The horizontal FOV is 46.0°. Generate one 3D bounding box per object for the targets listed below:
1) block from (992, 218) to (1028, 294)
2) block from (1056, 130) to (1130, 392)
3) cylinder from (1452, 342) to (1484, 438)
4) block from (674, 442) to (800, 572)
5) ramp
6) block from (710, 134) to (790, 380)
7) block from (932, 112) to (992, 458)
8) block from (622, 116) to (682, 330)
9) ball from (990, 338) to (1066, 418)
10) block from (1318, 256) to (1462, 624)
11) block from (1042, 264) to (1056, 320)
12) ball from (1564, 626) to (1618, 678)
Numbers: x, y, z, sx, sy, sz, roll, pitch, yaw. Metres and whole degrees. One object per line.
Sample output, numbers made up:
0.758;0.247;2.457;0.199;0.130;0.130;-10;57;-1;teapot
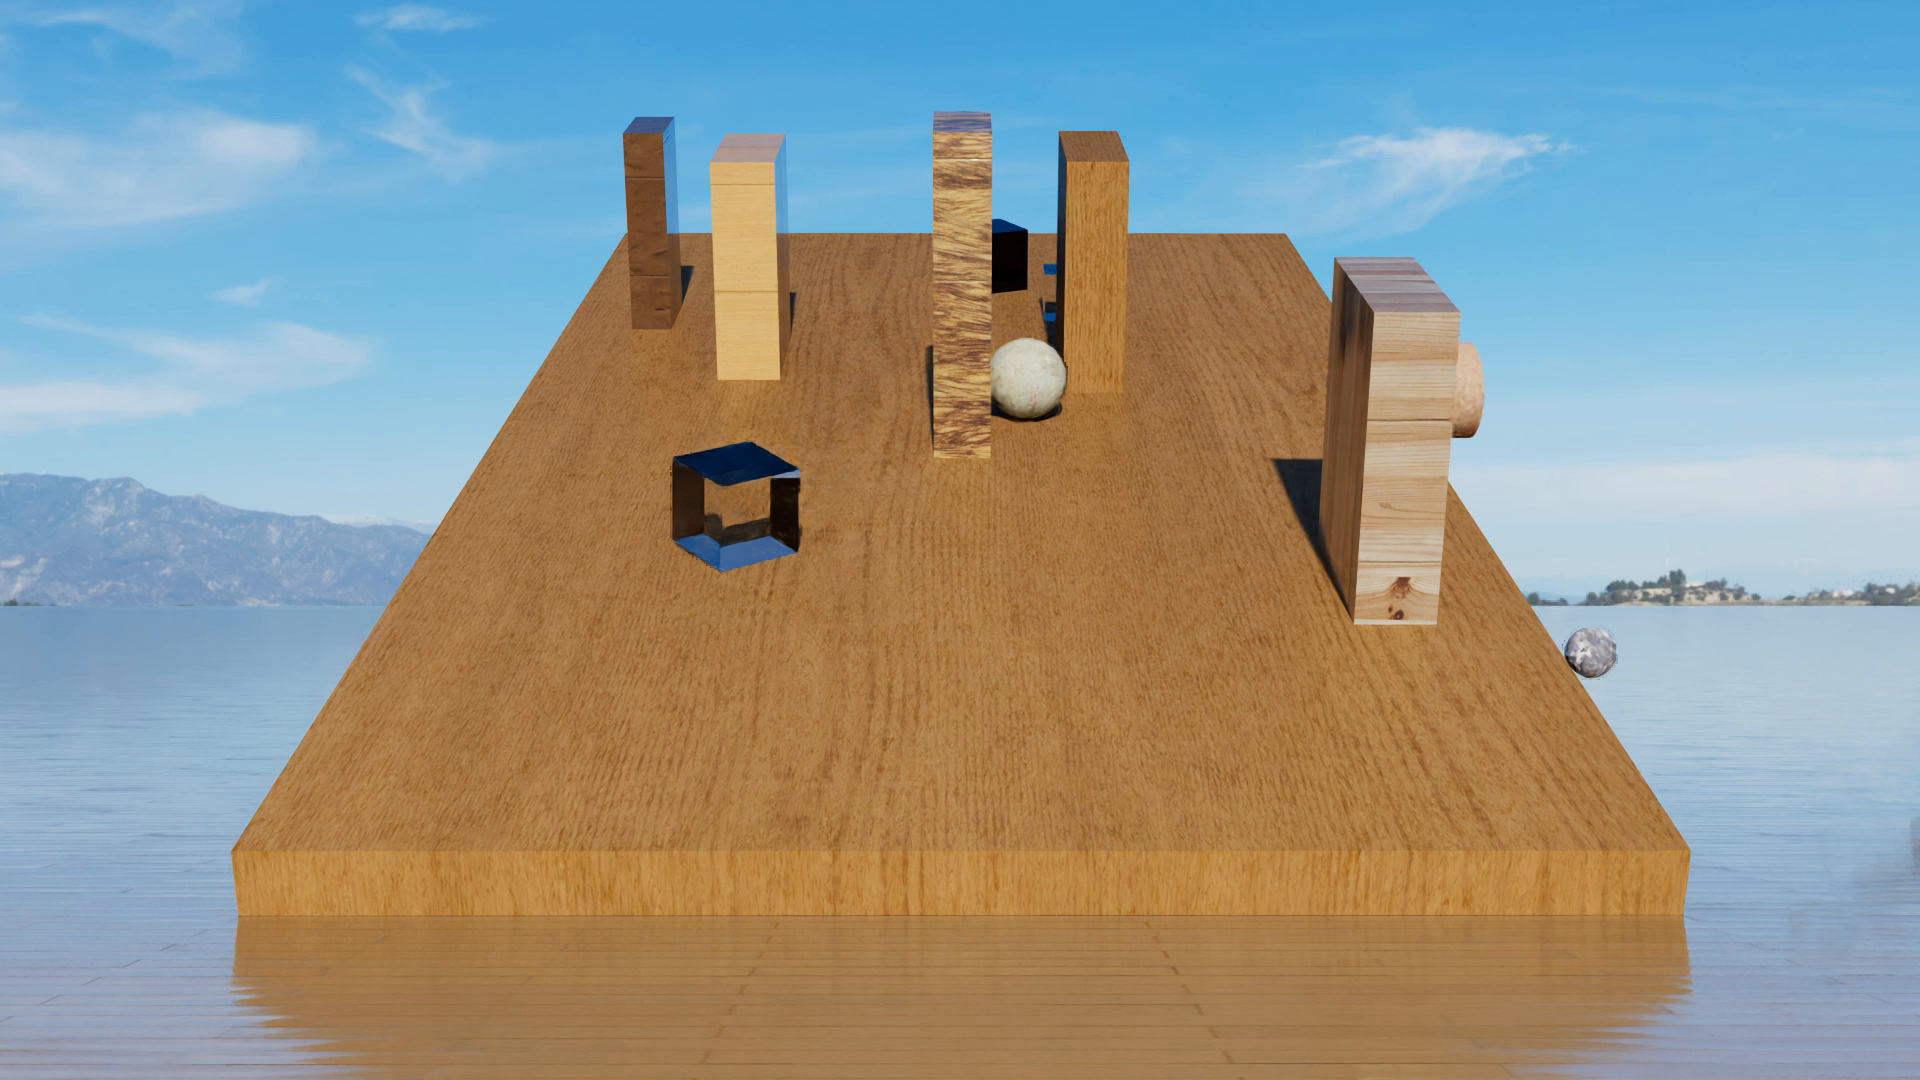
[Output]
0.073;-0.774;6.184;0.166;0.166;0.166;-9;22;-25;block
0.307;-0.660;5.326;0.140;0.535;0.409;0;20;0;block
0.993;-0.321;4.868;0.208;0.208;0.208;-2;-1;-5;cylinder
-0.415;-0.064;4.190;0.168;0.168;0.168;-15;29;-35;block
-0.005;-0.205;4.998;2.000;0.100;4.000;0;20;0;ramp
-0.497;-0.684;5.419;0.147;0.513;0.386;0;20;0;block
0.004;-0.538;4.767;0.119;0.683;0.264;0;20;0;block
-0.785;-0.813;5.798;0.099;0.498;0.251;0;20;0;block
0.146;-0.358;5.011;0.179;0.179;0.179;0;-2;0;ball
0.746;-0.183;3.983;0.142;0.549;0.410;0;20;0;block
0.279;-0.644;5.890;0.122;0.122;0.122;0;20;-1;block
1.347;0.240;4.834;0.108;0.108;0.108;0;-2;0;ball
